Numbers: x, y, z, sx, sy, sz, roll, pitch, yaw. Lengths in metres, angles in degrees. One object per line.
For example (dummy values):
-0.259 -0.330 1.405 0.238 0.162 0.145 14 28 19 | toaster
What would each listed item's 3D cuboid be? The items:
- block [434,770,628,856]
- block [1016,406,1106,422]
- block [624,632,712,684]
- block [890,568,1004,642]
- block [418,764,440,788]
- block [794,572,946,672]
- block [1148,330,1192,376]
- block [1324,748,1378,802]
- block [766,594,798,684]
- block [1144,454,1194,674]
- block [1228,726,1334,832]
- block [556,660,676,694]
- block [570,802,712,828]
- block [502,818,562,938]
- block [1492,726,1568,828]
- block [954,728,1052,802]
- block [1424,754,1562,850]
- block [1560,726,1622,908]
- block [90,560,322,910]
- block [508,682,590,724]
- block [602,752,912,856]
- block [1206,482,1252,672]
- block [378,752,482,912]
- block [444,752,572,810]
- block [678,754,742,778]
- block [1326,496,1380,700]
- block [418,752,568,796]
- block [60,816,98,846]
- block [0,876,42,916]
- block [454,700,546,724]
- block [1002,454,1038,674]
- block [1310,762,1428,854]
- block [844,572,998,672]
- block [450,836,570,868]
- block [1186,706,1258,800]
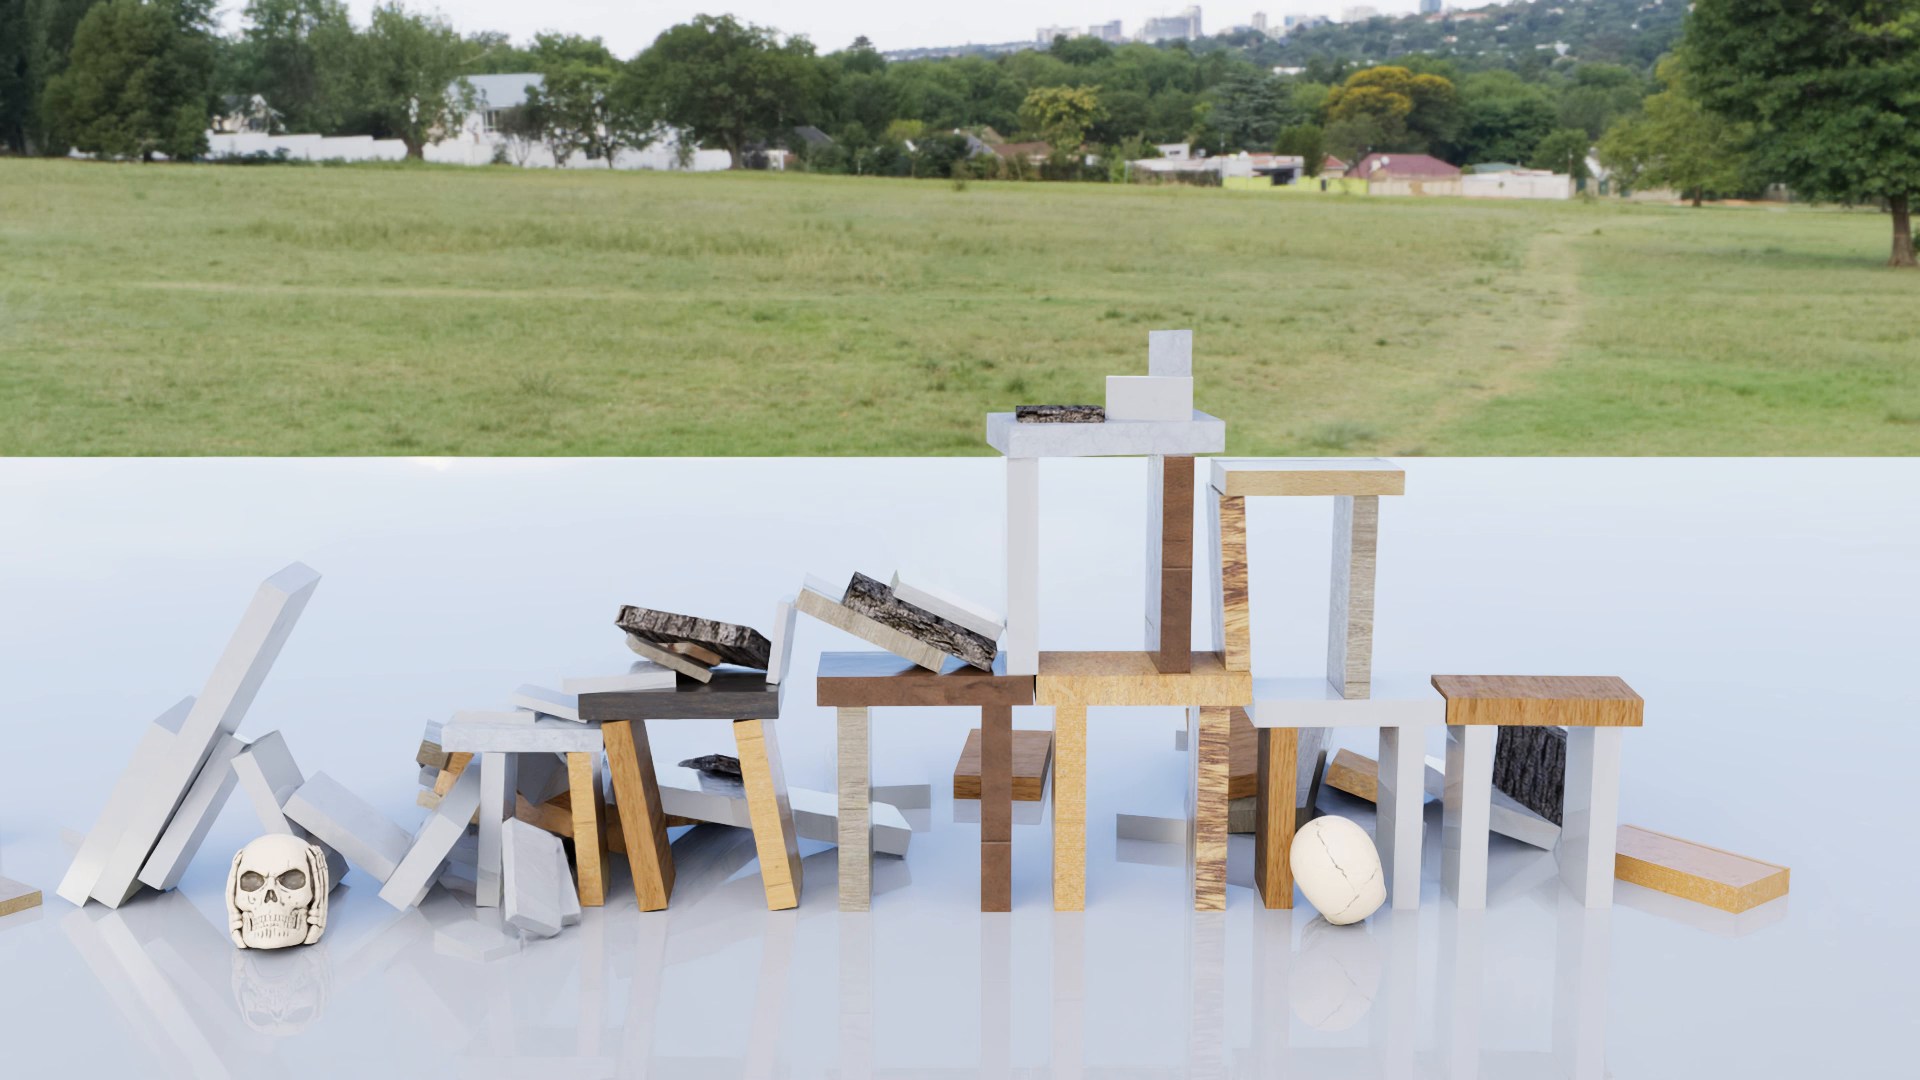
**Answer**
-0.748 0.488 3.916 0.418 0.043 0.152 9 -13 40 | block
0.160 -0.201 3.515 0.138 0.020 0.069 0 11 -2 | block
-0.474 0.192 3.575 0.136 0.019 0.068 25 1 -23 | block
-0.022 0.107 3.626 0.189 0.027 0.095 24 9 -9 | block
-0.938 0.412 4.180 0.099 0.028 0.198 19 32 5 | block
-0.144 0.133 3.575 0.255 0.036 0.127 25 9 -6 | block
0.341 -0.271 3.565 0.069 0.138 0.020 -5 12 -26 | block
0.762 0.444 4.088 0.145 0.041 0.291 20 4 12 | block
-0.289 0.161 3.585 0.019 0.136 0.068 10 10 9 | block
0.340 0.026 3.583 0.050 0.352 0.175 -1 11 -3 | block
0.600 0.423 4.136 0.158 0.045 0.416 -5 21 19 | block
-0.557 0.221 3.564 0.180 0.026 0.090 -3 11 -16 | block
-0.502 0.470 3.943 0.144 0.041 0.418 12 4 31 | block
-0.681 0.535 3.492 0.025 0.180 0.090 -35 -45 24 | block
1.093 0.426 4.117 0.044 0.157 0.313 2 10 -12 | block
0.088 0.441 4.341 0.167 0.047 0.333 1 11 6 | block
0.932 0.467 4.040 0.157 0.044 0.387 20 5 -19 | block
1.045 0.436 3.645 0.044 0.311 0.156 0 11 0 | block
-1.239 0.319 3.620 0.048 0.614 0.171 31 10 -4 | block
-0.667 0.269 3.626 0.134 0.019 0.067 14 12 6 | block
-0.359 0.463 3.852 0.533 0.047 0.167 12 5 -15 | block
0.438 0.057 3.588 0.041 0.287 0.144 -4 11 -2 | block
-0.851 0.470 3.623 0.048 0.171 0.341 36 9 -9 | block
-0.771 0.441 3.948 0.303 0.043 0.152 20 -10 -13 | block
-0.433 0.415 3.969 0.094 0.027 0.189 15 -16 -24 | block
0.638 0.081 3.581 0.041 0.330 0.144 0 11 -2 | block
-0.882 0.427 4.245 0.288 0.041 0.144 -10 40 -35 | block
-1.523 0.529 3.930 0.173 0.024 0.086 9 14 40 | block
-1.605 0.584 3.633 0.173 0.024 0.086 8 13 36 | block
-0.756 0.283 3.626 0.134 0.019 0.067 1 11 7 | block
0.097 0.027 3.572 0.050 0.351 0.175 -1 11 -2 | block
0.665 0.470 4.201 0.145 0.041 0.662 -3 11 -17 | block
-0.064 0.131 3.575 0.255 0.036 0.127 25 9 -6 | block
-0.782 0.548 3.816 0.198 0.028 0.099 9 14 39 | block
0.511 0.392 4.135 0.158 0.045 0.317 -10 20 7 | block
